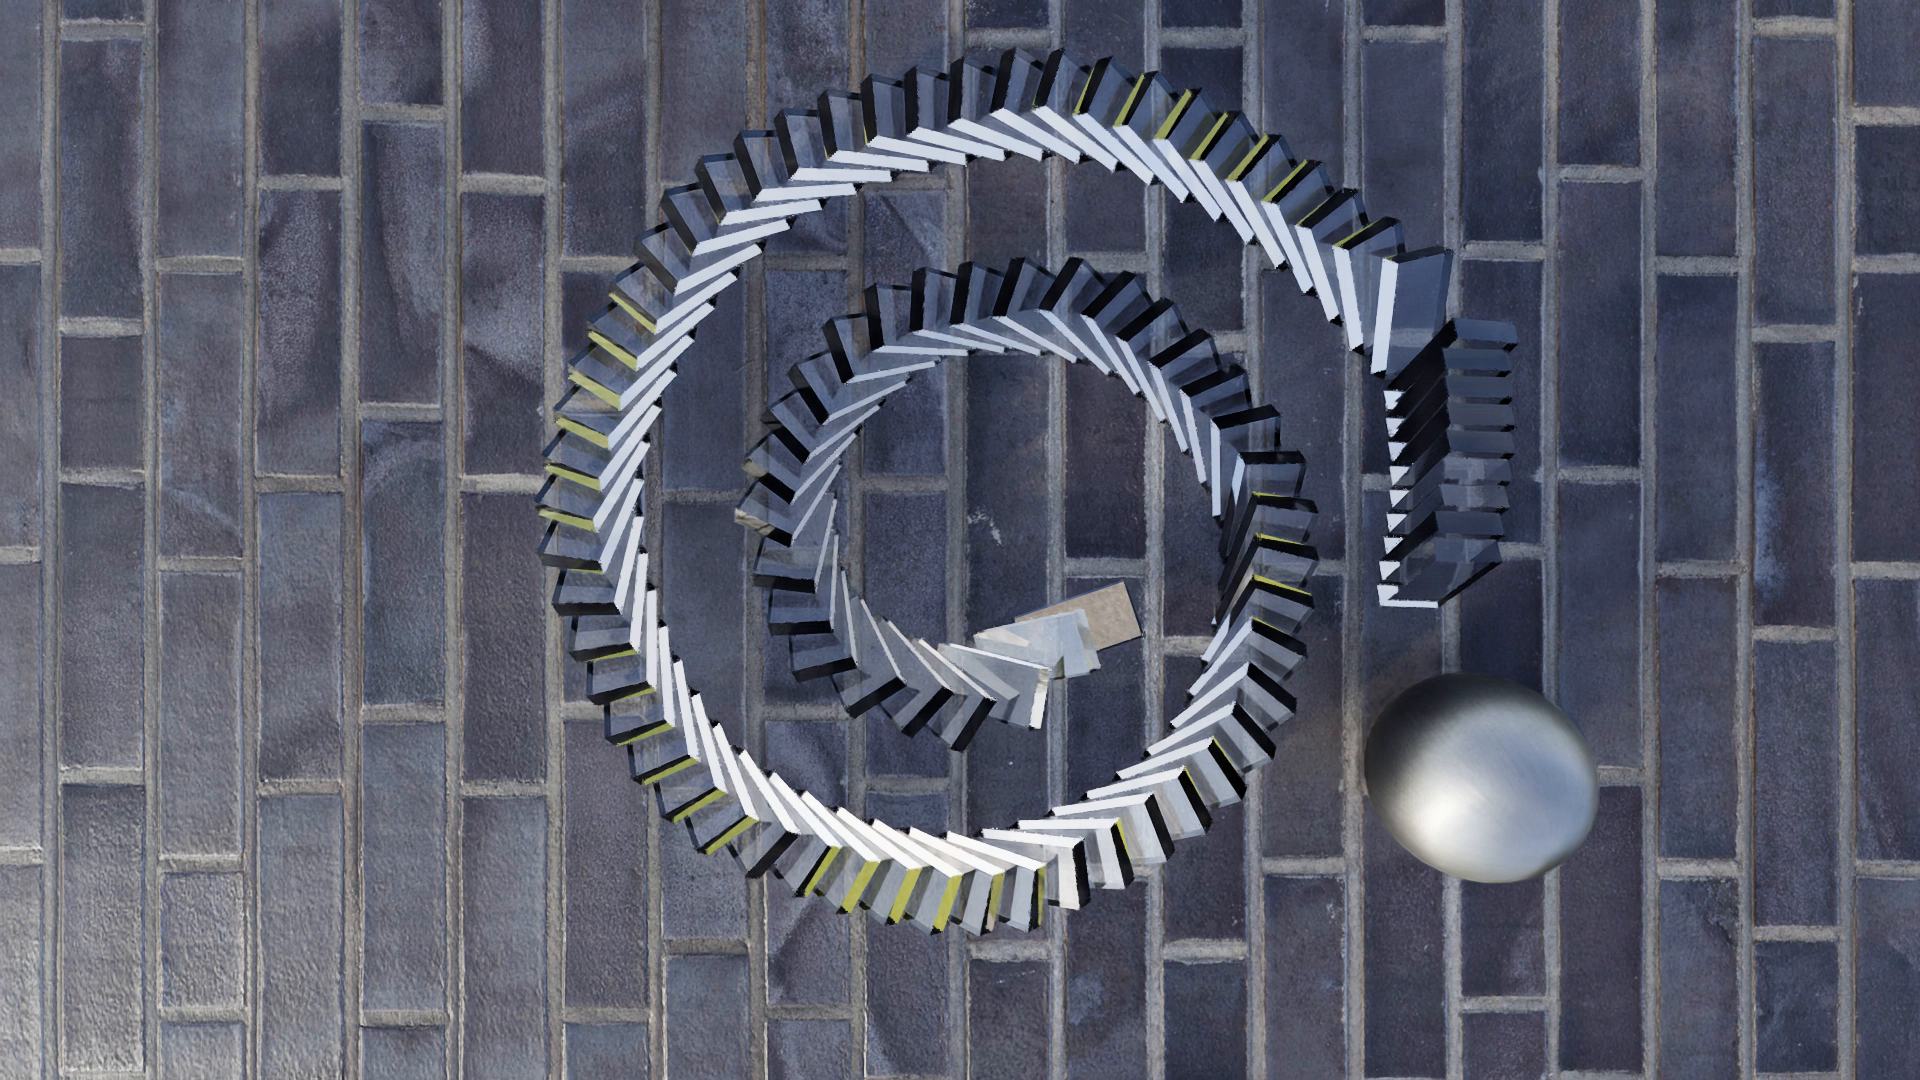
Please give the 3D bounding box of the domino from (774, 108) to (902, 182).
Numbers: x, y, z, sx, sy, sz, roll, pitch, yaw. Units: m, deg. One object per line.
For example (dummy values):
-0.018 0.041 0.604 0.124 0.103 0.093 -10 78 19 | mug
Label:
-0.050 -0.164 0.382 0.050 0.009 0.025 -15 90 -35 | domino

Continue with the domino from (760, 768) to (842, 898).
-0.074 0.121 0.382 0.050 0.010 0.025 35 90 36 | domino

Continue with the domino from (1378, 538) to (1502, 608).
0.195 0.014 0.375 0.025 0.050 0.010 2 65 0 | domino

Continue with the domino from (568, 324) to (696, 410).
-0.136 -0.079 0.382 0.025 0.010 0.050 32 55 0 | domino

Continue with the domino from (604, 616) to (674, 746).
-0.134 0.058 0.382 0.025 0.009 0.050 -18 54 0 | domino

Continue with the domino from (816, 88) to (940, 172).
-0.033 -0.170 0.382 0.050 0.010 0.025 -10 90 -35 | domino

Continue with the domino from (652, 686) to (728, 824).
-0.116 0.088 0.381 0.025 0.009 0.050 -29 54 0 | domino

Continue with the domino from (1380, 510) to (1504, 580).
0.196 0.004 0.375 0.025 0.050 0.009 2 65 0 | domino

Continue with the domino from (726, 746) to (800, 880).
-0.090 0.112 0.381 0.025 0.009 0.050 -47 53 0 | domino

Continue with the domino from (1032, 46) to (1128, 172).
0.054 -0.178 0.382 0.050 0.010 0.025 19 89 -36 | domino

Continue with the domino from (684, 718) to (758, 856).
-0.105 0.102 0.381 0.025 0.010 0.050 -35 54 0 | domino

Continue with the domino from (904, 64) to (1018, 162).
0.001 -0.177 0.382 0.050 0.009 0.025 -2 90 -35 | domino

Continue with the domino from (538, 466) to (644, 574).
-0.153 -0.011 0.381 0.025 0.010 0.050 8 54 0 | domino

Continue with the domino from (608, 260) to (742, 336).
-0.118 -0.109 0.382 0.025 0.010 0.050 41 55 0 | domino

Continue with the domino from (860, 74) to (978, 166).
-0.016 -0.174 0.382 0.050 0.010 0.025 -5 90 -35 | domino

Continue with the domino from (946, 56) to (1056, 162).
0.019 -0.179 0.382 0.050 0.010 0.025 3 90 -35 | domino

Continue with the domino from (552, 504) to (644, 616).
-0.150 0.008 0.382 0.025 0.009 0.050 -1 54 0 | domino

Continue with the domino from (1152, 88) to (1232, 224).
0.104 -0.159 0.382 0.050 0.009 0.025 35 90 -35 | domino

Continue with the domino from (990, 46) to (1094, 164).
0.037 -0.180 0.382 0.050 0.009 0.025 12 90 -36 | domino

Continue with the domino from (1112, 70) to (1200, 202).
0.088 -0.167 0.382 0.050 0.010 0.025 29 90 -35 | domino

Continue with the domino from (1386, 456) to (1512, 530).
0.199 -0.017 0.375 0.025 0.050 0.009 2 65 0 | domino

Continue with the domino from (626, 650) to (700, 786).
-0.126 0.074 0.382 0.025 0.010 0.050 -23 54 0 | domino

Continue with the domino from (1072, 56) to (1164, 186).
0.071 -0.173 0.382 0.050 0.009 0.025 24 89 -35 | domino

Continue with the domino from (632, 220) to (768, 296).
-0.107 -0.123 0.381 0.025 0.009 0.050 47 54 0 | domino

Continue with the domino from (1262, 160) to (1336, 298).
0.147 -0.129 0.382 0.025 0.010 0.050 -43 125 0 | domino

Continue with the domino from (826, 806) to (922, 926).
-0.041 0.135 0.382 0.050 0.009 0.025 24 91 36 | domino

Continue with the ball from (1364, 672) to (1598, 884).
0.202 0.092 0.360 0.080 0.080 0.080 0 90 0 | ball

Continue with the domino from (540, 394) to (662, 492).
-0.148 -0.046 0.382 0.025 0.009 0.050 21 54 1 | domino

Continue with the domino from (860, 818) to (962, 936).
-0.025 0.139 0.381 0.050 0.010 0.025 20 91 36 | domino

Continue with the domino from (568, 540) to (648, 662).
-0.146 0.025 0.382 0.025 0.009 0.050 -8 55 0 | domino

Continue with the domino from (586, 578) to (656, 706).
-0.141 0.042 0.382 0.025 0.010 0.050 -14 55 0 | domino

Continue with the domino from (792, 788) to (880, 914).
-0.058 0.129 0.382 0.050 0.009 0.025 30 90 36 | domino

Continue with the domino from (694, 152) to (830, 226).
-0.082 -0.148 0.381 0.050 0.010 0.025 -25 89 -36 | domino

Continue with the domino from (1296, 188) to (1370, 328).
0.160 -0.117 0.382 0.025 0.009 0.050 -38 125 0 | domino

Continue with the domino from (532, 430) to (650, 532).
-0.152 -0.029 0.381 0.025 0.010 0.050 17 54 1 | domino

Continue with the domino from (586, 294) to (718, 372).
-0.128 -0.094 0.382 0.025 0.010 0.050 36 55 0 | domino

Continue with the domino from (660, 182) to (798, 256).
-0.095 -0.137 0.381 0.050 0.010 0.025 -32 90 -36 | domino

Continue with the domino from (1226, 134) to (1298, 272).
0.133 -0.140 0.382 0.025 0.010 0.050 -48 125 0 | domino

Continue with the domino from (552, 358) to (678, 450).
-0.143 -0.062 0.382 0.025 0.009 0.050 27 55 0 | domino

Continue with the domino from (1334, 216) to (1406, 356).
0.173 -0.105 0.382 0.025 0.009 0.050 -29 125 -2 | domino

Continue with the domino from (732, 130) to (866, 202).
-0.066 -0.157 0.382 0.050 0.009 0.025 -20 89 -35 | domino

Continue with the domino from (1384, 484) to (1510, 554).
0.198 -0.007 0.375 0.025 0.050 0.010 2 65 0 | domino

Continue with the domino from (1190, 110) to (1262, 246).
0.119 -0.150 0.382 0.050 0.009 0.025 37 90 -35 | domino
